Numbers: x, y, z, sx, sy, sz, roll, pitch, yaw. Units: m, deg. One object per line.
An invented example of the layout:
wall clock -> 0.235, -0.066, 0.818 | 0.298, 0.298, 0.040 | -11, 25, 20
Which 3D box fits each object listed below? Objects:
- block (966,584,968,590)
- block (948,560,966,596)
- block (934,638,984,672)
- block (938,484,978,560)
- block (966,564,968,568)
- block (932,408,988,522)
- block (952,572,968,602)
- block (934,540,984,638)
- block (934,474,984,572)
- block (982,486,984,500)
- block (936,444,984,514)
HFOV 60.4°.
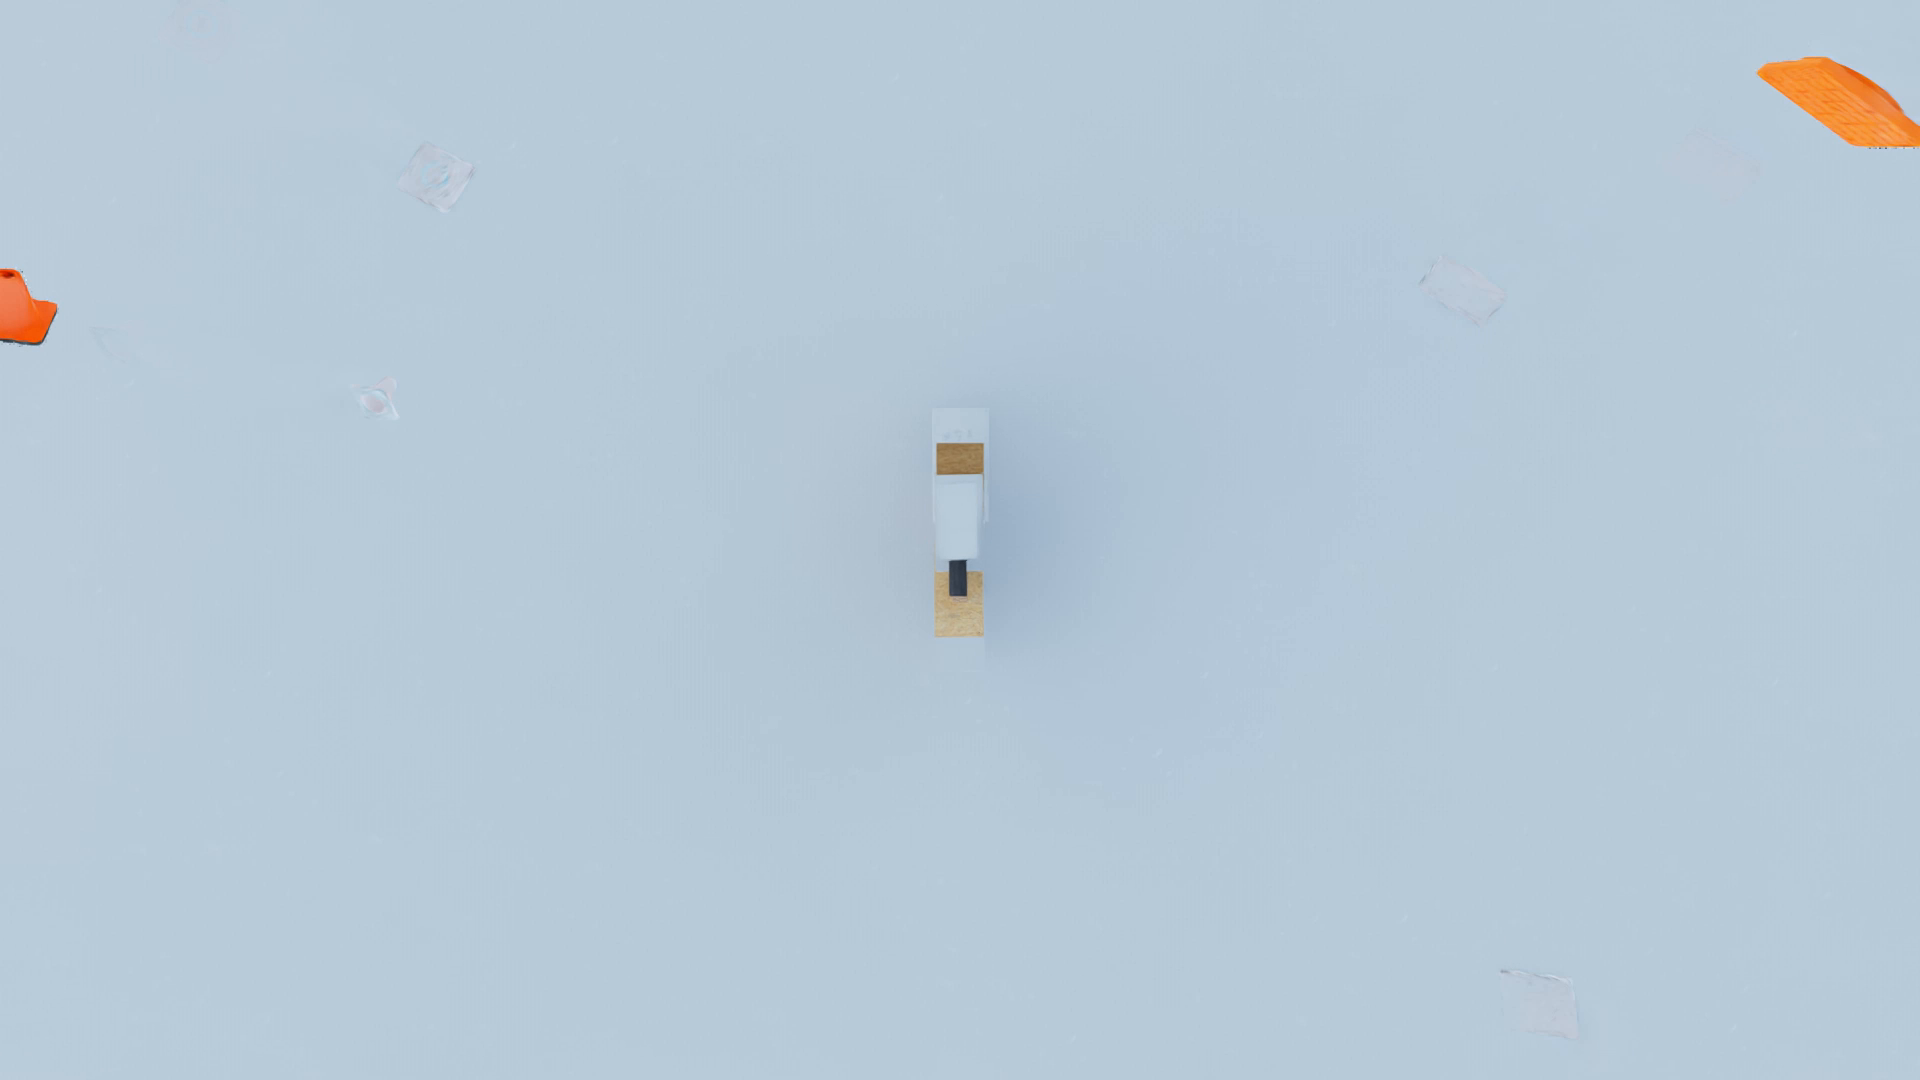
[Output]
block -> -0.004, 0.132, 4.551 | 0.047, 0.321, 0.013 | 0, 91, 0
block -> -0.006, 0.102, 4.384 | 0.047, 0.013, 0.094 | -1, 90, 0
block -> -0.001, 0.252, 5.165 | 0.157, 0.044, 0.313 | 0, 90, 0
block -> -0.006, -0.048, 4.276 | 0.097, 0.028, 0.194 | -2, 90, 0
block -> -0.003, 0.070, 4.438 | 0.047, 0.094, 0.013 | -1, 90, 0
block -> 0.002, -0.233, 5.124 | 0.175, 0.050, 0.351 | 0, 90, 0
block -> 0.002, 0.133, 4.718 | 0.045, 0.013, 0.091 | 0, 90, 0
block -> -0.003, 0.141, 4.836 | 0.143, 0.041, 0.286 | 0, 90, 0
block -> -0.003, -0.046, 4.503 | 0.131, 0.037, 0.263 | -1, 90, 0
block -> -0.001, -0.133, 4.653 | 0.131, 0.263, 0.037 | 0, 90, 0
block -> 0.000, -0.143, 4.804 | 0.138, 0.039, 0.275 | 0, 90, 0
